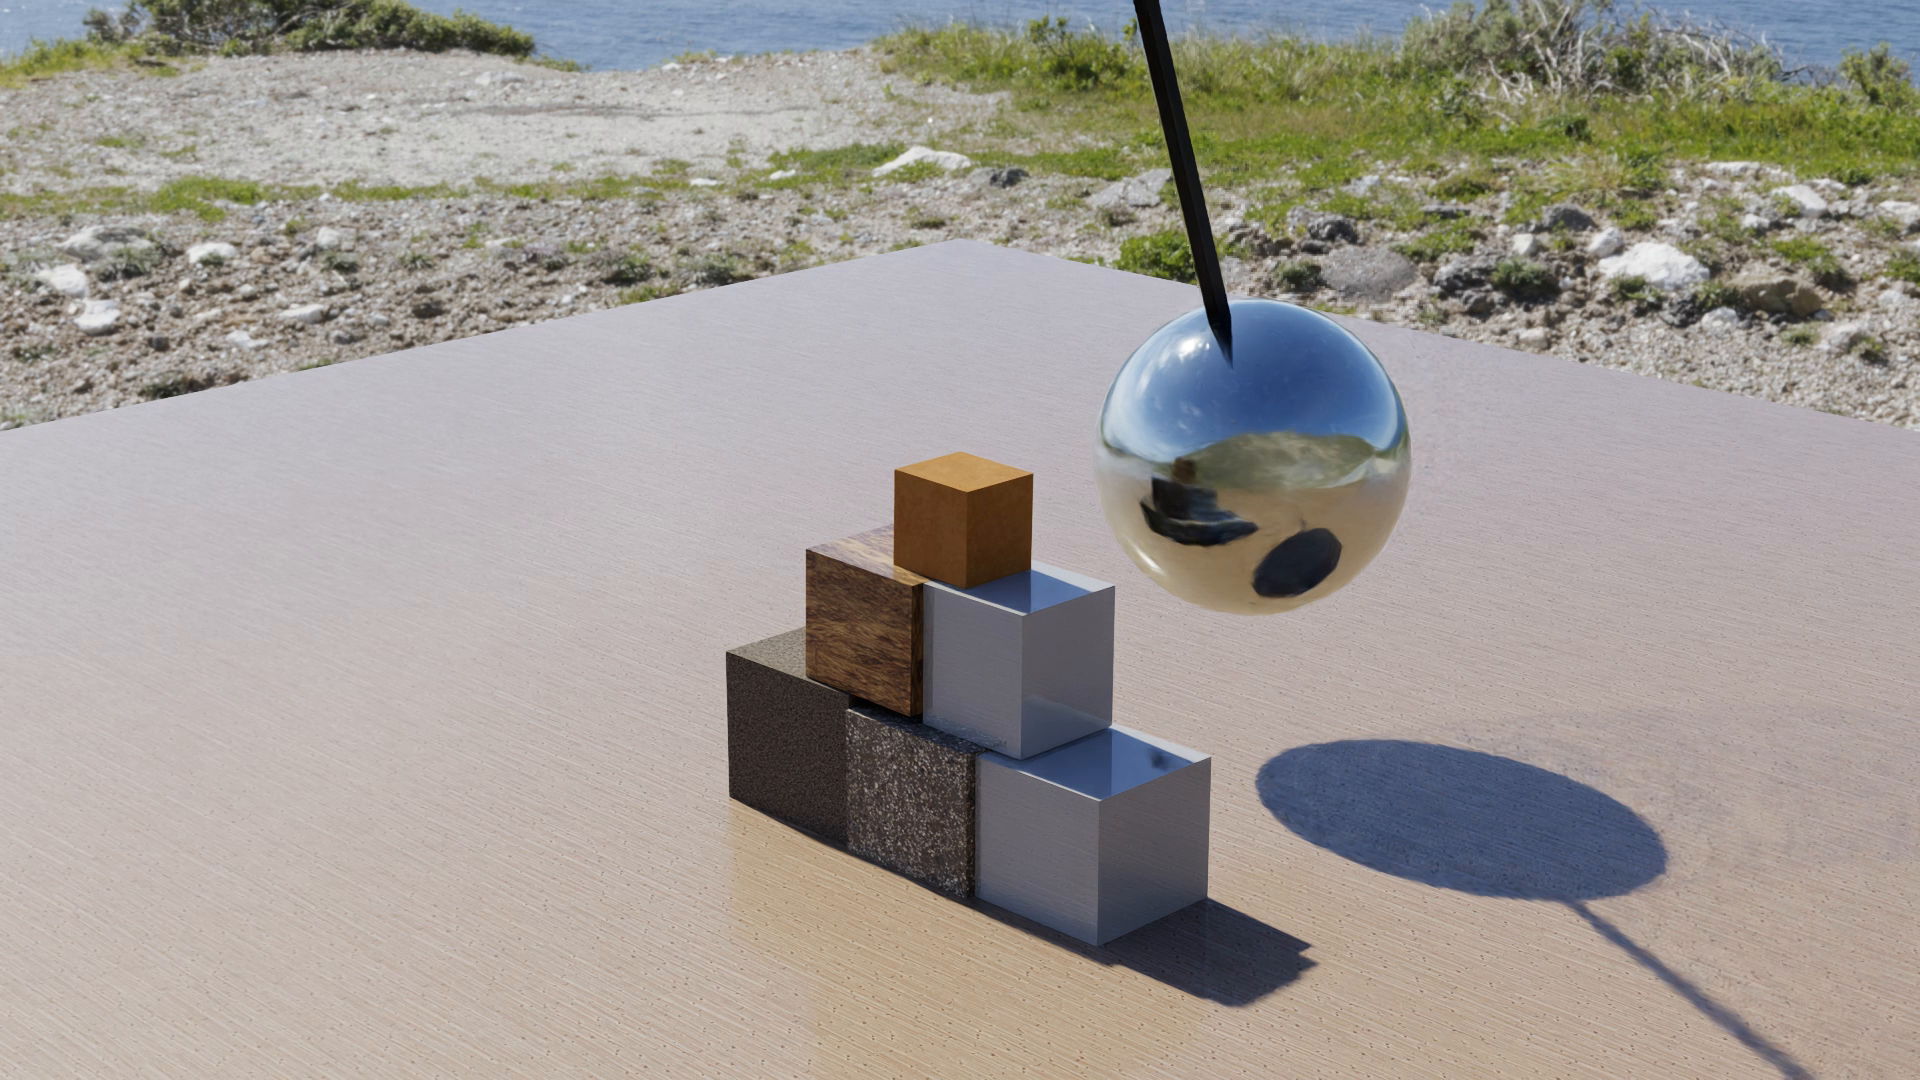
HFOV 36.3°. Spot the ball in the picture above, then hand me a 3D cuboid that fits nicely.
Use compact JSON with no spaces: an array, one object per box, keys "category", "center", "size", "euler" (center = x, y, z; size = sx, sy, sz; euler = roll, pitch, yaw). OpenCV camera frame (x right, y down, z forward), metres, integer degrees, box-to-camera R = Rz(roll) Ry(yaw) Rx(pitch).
[{"category":"ball","center":[1.467,-0.415,14.749],"size":[1.600,1.600,1.600],"euler":[0,17,0]}]

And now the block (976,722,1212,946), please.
[{"category":"block","center":[0.592,1.284,13.124],"size":[0.737,0.680,0.746],"euler":[-17,24,-42]}]

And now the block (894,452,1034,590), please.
[{"category":"block","center":[0.014,-0.094,13.293],"size":[0.423,0.455,0.466],"euler":[-17,25,-42]}]

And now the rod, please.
[{"category":"rod","center":[0.636,-3.210,12.999],"size":[0.080,5.200,0.080],"euler":[17,44,42]}]

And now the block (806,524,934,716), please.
[{"category":"block","center":[-0.227,0.349,13.667],"size":[0.686,0.629,0.706],"euler":[-17,25,-42]}]

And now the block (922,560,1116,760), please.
[{"category":"block","center":[0.263,0.519,13.247],"size":[0.601,0.675,0.617],"euler":[-17,24,-42]}]

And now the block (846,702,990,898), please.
[{"category":"block","center":[0.039,1.114,13.641],"size":[0.815,0.695,0.785],"euler":[-17,24,-42]}]

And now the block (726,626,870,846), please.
[{"category":"block","center":[-0.557,0.909,14.193],"size":[0.749,0.756,0.869],"euler":[-17,24,-42]}]
